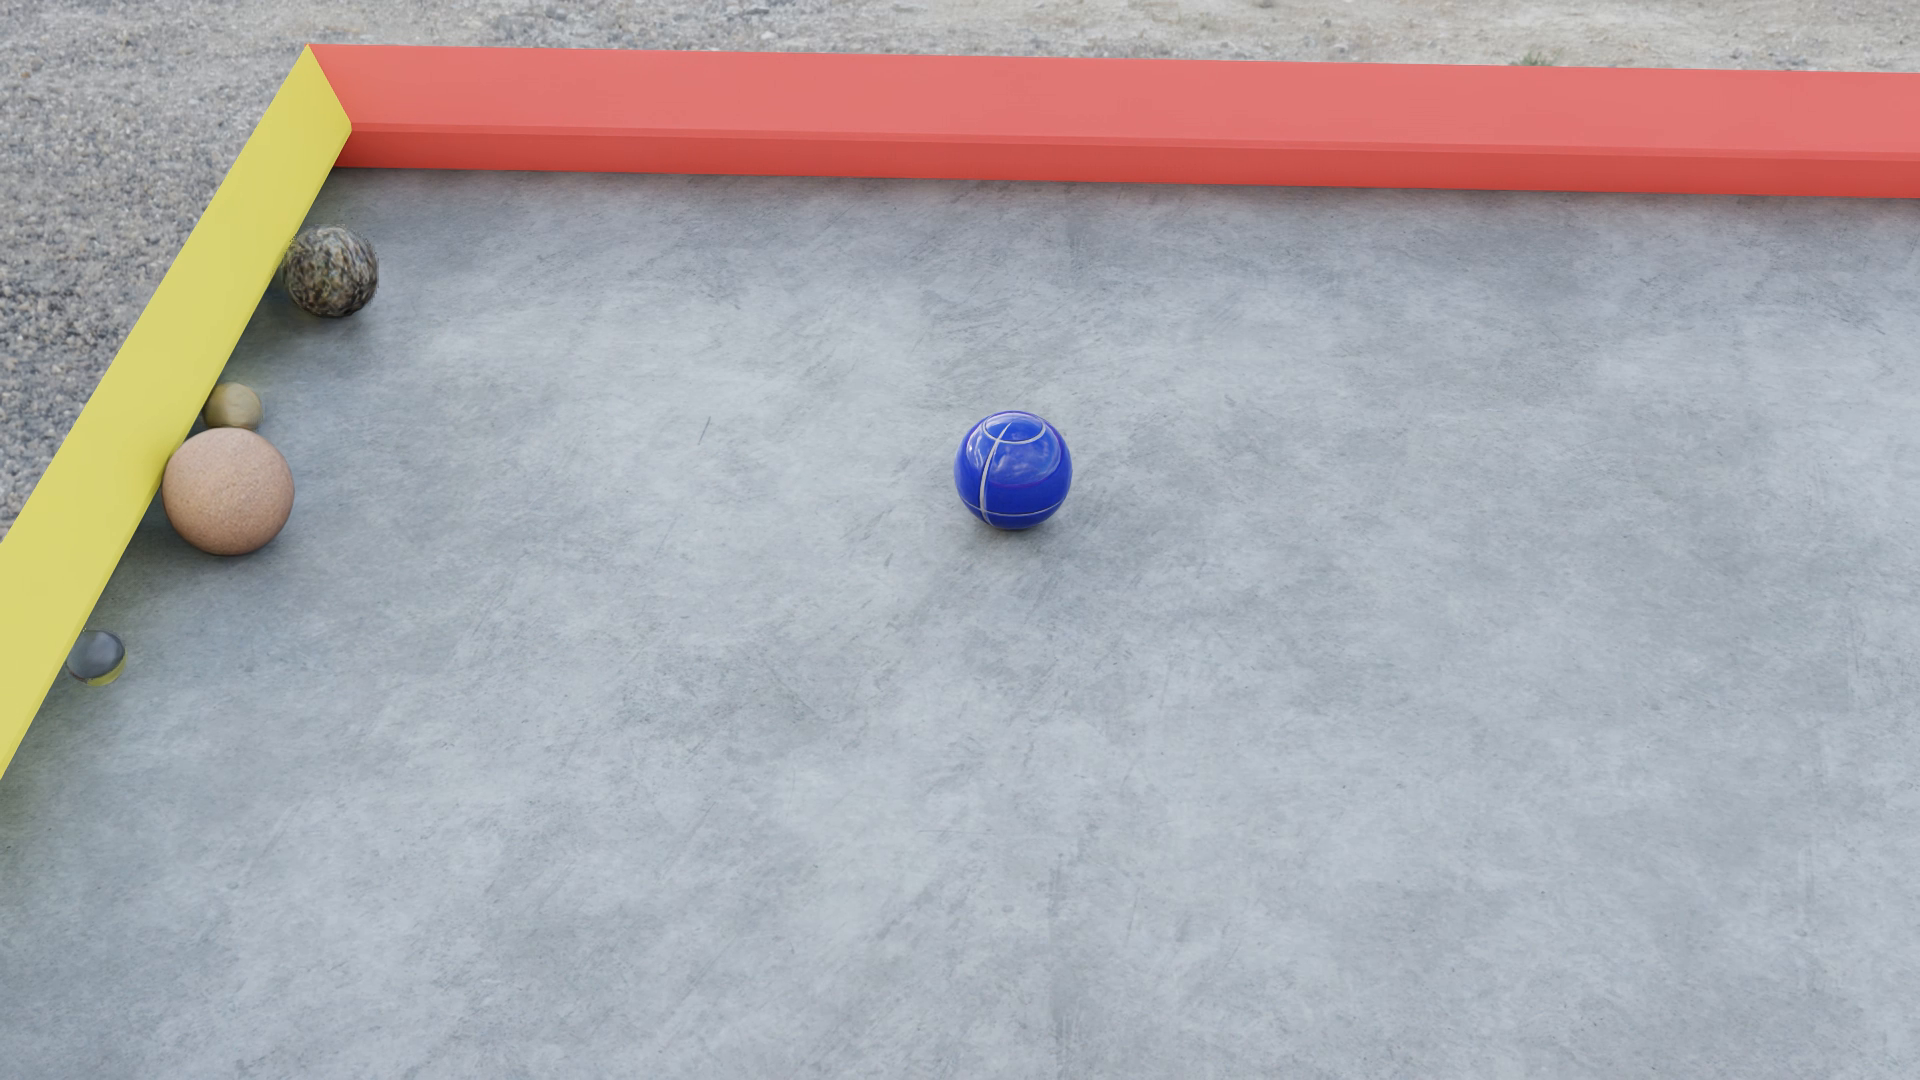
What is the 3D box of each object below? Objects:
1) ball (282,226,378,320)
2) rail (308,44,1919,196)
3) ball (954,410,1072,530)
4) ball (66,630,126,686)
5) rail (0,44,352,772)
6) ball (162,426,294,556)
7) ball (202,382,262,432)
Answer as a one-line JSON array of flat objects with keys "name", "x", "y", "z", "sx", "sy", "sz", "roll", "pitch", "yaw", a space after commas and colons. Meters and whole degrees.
[{"name": "ball", "x": -0.550, "y": -0.234, "z": 2.239, "sx": 0.081, "sy": 0.081, "sz": 0.081, "roll": 0, "pitch": 35, "yaw": 0}, {"name": "rail", "x": 0.676, "y": -0.372, "z": 2.397, "sx": 2.594, "sy": 0.126, "sz": 0.045, "roll": 1, "pitch": 35, "yaw": 2}, {"name": "ball", "x": 0.041, "y": -0.054, "z": 1.971, "sx": 0.092, "sy": 0.092, "sz": 0.092, "roll": 0, "pitch": 35, "yaw": 0}, {"name": "ball", "x": -0.612, "y": 0.083, "z": 1.819, "sx": 0.041, "sy": 0.041, "sz": 0.041, "roll": 0, "pitch": 35, "yaw": 0}, {"name": "rail", "x": -0.624, "y": -0.039, "z": 1.918, "sx": 0.045, "sy": 0.126, "sz": 1.327, "roll": 1, "pitch": 35, "yaw": 2}, {"name": "ball", "x": -0.554, "y": -0.037, "z": 1.942, "sx": 0.097, "sy": 0.097, "sz": 0.097, "roll": 0, "pitch": 35, "yaw": 0}, {"name": "ball", "x": -0.591, "y": -0.104, "z": 2.083, "sx": 0.048, "sy": 0.048, "sz": 0.048, "roll": 0, "pitch": 35, "yaw": 0}]
